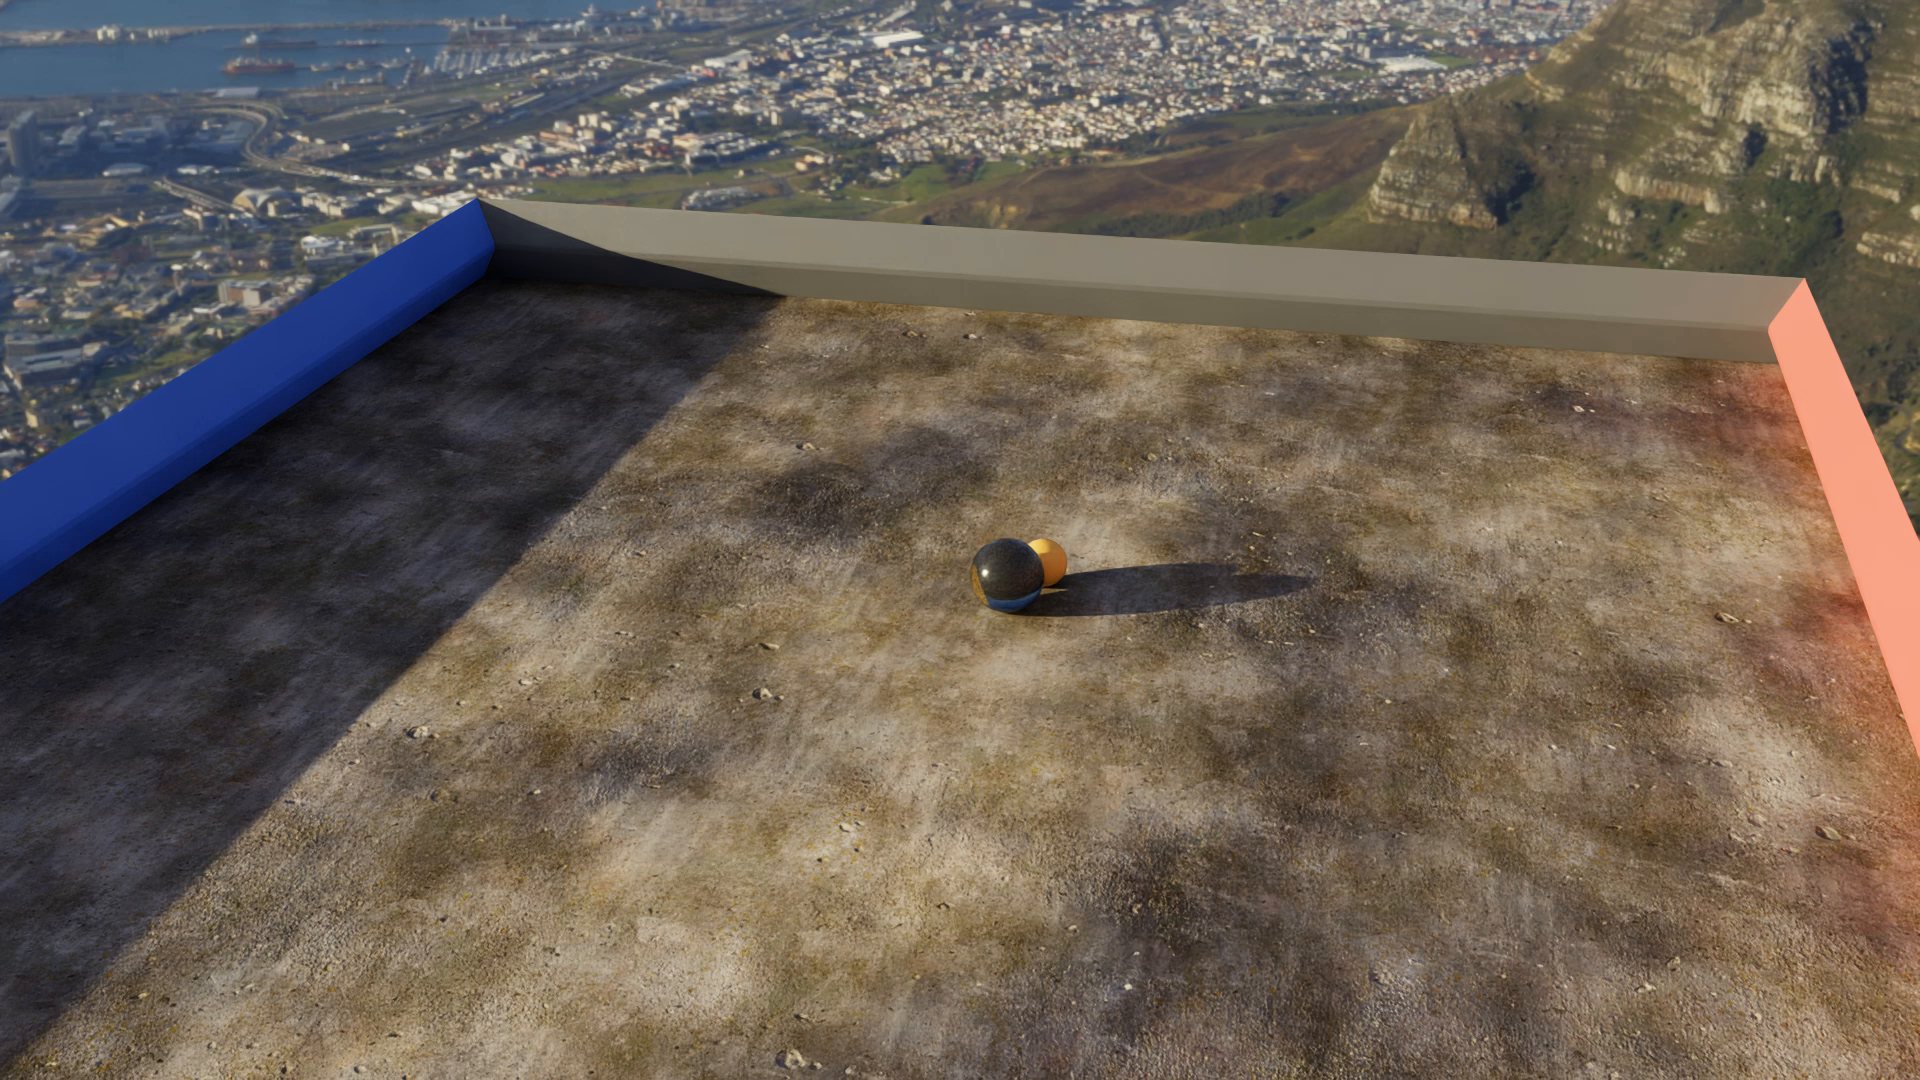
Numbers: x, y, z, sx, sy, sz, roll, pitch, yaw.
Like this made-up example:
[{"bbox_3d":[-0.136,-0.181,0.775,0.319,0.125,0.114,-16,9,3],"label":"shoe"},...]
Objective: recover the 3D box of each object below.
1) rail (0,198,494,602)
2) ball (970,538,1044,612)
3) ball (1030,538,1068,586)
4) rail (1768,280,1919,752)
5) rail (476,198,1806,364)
[{"bbox_3d":[-1.150,0.252,1.790,0.045,0.125,3.755,5,24,12],"label":"rail"},{"bbox_3d":[0.050,0.038,2.343,0.080,0.080,0.080,0,23,0],"label":"ball"},{"bbox_3d":[0.091,0.025,2.406,0.053,0.053,0.053,0,23,0],"label":"ball"},{"bbox_3d":[0.736,0.422,1.399,0.045,0.125,3.755,5,24,12],"label":"rail"},{"bbox_3d":[0.202,-0.383,3.253,1.981,0.125,0.045,5,24,12],"label":"rail"}]
